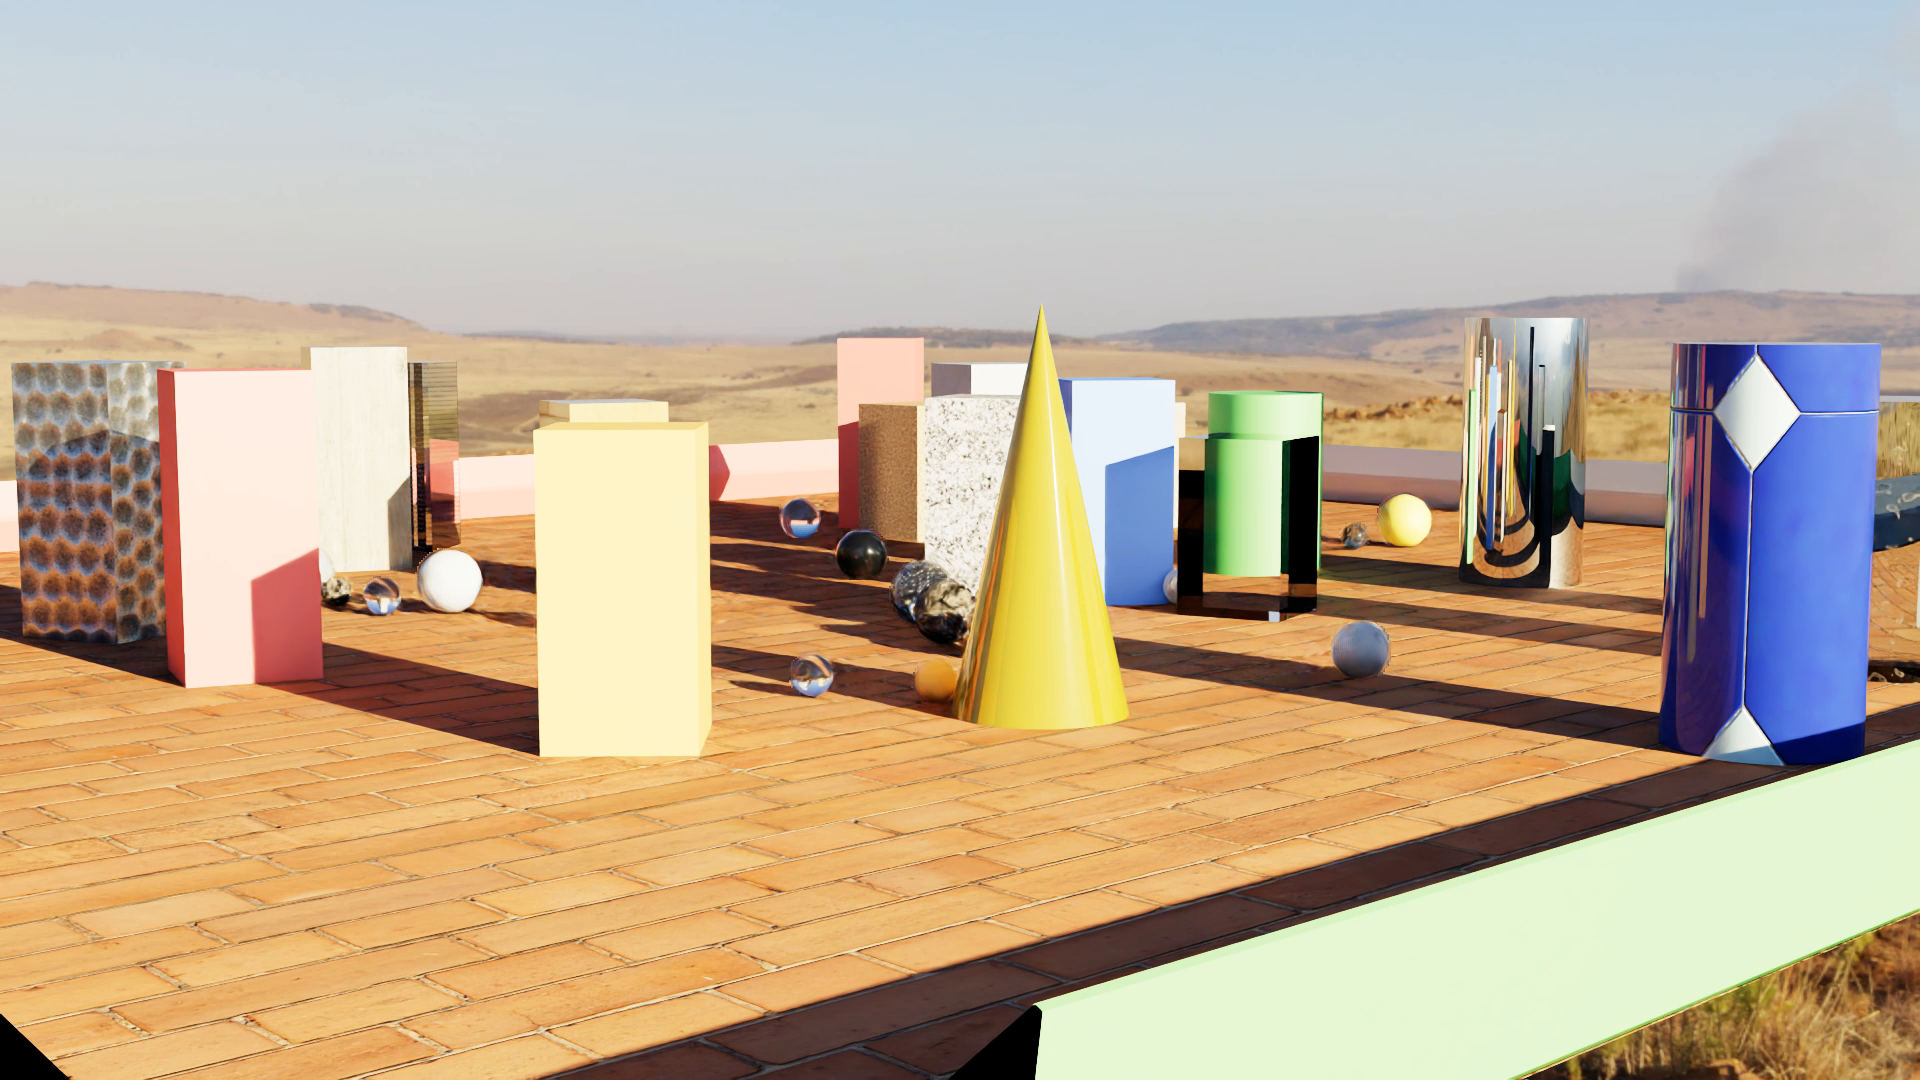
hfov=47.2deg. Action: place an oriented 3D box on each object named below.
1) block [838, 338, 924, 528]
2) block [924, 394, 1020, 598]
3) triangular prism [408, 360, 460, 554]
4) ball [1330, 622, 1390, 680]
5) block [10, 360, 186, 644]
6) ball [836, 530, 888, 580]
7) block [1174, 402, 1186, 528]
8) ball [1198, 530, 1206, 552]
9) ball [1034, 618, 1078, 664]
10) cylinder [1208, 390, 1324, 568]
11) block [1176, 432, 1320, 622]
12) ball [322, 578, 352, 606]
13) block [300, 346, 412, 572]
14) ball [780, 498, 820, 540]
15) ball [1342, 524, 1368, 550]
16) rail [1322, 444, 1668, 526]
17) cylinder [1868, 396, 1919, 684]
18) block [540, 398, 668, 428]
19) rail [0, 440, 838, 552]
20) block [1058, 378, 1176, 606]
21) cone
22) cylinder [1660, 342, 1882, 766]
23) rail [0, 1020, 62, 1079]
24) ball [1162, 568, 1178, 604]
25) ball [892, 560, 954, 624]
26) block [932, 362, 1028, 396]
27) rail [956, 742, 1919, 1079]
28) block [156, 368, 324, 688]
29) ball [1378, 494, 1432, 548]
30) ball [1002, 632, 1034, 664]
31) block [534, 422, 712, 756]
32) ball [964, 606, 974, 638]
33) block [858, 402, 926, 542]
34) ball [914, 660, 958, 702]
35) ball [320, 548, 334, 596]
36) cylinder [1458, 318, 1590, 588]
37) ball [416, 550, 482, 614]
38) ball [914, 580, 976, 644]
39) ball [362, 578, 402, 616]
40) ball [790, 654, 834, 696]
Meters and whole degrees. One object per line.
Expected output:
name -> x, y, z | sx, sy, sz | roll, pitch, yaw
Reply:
block -> -0.164, -0.226, 4.588 | 0.159, 0.388, 0.159 | 1, 6, 6
block -> 0.049, -0.049, 3.206 | 0.159, 0.321, 0.159 | 2, 6, 17
triangular prism -> -1.004, -0.161, 4.142 | 0.172, 0.350, 0.149 | 4, 7, 35
ball -> 0.485, 0.134, 2.666 | 0.070, 0.070, 0.070 | 0, 6, 0
block -> -1.176, -0.057, 3.027 | 0.159, 0.375, 0.159 | 2, 6, 20
ball -> -0.163, 0.024, 3.644 | 0.085, 0.085, 0.085 | 0, 6, 0
block -> 0.360, -0.159, 4.577 | 0.159, 0.256, 0.159 | -2, 6, -22
ball -> 0.461, 0.002, 4.041 | 0.047, 0.047, 0.047 | 0, 6, 0
ball -> 0.121, 0.128, 2.782 | 0.057, 0.057, 0.057 | 0, 6, 0
cylinder -> 0.531, -0.105, 3.834 | 0.199, 0.303, 0.199 | 0, 6, 0
block -> 0.426, -0.023, 3.248 | 0.159, 0.260, 0.159 | 3, 7, 28
ball -> -0.941, 0.078, 3.321 | 0.044, 0.044, 0.044 | 0, 6, 0
block -> -1.052, -0.145, 3.831 | 0.159, 0.382, 0.159 | -2, 6, -23
ball -> -0.313, -0.042, 4.301 | 0.080, 0.080, 0.080 | 0, 6, 0
ball -> 0.737, -0.006, 4.112 | 0.048, 0.048, 0.048 | 0, 6, 0
rail -> 1.388, -0.099, 4.605 | 0.045, 0.129, 3.488 | -5, 8, -42
cylinder -> 1.149, -0.006, 2.716 | 0.199, 0.337, 0.199 | 0, 6, 0
block -> -0.564, -0.069, 3.490 | 0.159, 0.302, 0.159 | -3, 7, -27
rail -> -1.166, -0.097, 4.589 | 3.824, 0.129, 0.045 | -5, 8, -42
block -> 0.232, -0.078, 3.398 | 0.159, 0.340, 0.159 | -1, 6, -10
cone -> 0.089, -0.034, 2.422 | 0.199, 0.454, 0.199 | 0, 6, 0
cylinder -> 0.822, 0.007, 2.237 | 0.199, 0.412, 0.199 | 0, 6, 0
rail -> -1.388, 0.166, 2.058 | 0.045, 0.129, 3.488 | -5, 8, -42
ball -> 0.336, 0.071, 3.321 | 0.059, 0.059, 0.059 | 0, 6, 0
ball -> -0.051, 0.076, 3.115 | 0.093, 0.093, 0.093 | 0, 6, 0
block -> 0.055, -0.140, 3.936 | 0.159, 0.351, 0.159 | -3, 7, -27
rail -> 1.166, 0.165, 2.074 | 3.824, 0.129, 0.045 | -5, 8, -42
block -> -0.881, -0.021, 2.690 | 0.159, 0.373, 0.159 | -3, 7, -27
ball -> 0.840, -0.036, 4.154 | 0.099, 0.099, 0.099 | 0, 6, 0
ball -> 0.072, 0.137, 2.779 | 0.040, 0.040, 0.040 | 0, 6, 0
block -> -0.344, 0.046, 2.269 | 0.159, 0.327, 0.159 | 0, 6, -2
ball -> 0.046, 0.112, 2.827 | 0.079, 0.079, 0.079 | 0, 6, 0
block -> -0.088, -0.138, 4.343 | 0.159, 0.263, 0.159 | 5, 8, 42
ball -> -0.027, 0.161, 2.507 | 0.049, 0.049, 0.049 | 0, 6, 0
ball -> -1.007, 0.049, 3.371 | 0.092, 0.092, 0.092 | 0, 6, 0
cylinder -> 0.927, -0.148, 3.616 | 0.199, 0.433, 0.199 | 0, 6, 0
ball -> -0.753, 0.061, 3.244 | 0.094, 0.094, 0.094 | 0, 6, 0
ball -> -0.019, 0.097, 2.944 | 0.086, 0.086, 0.086 | 0, 6, 0
ball -> -0.848, 0.083, 3.227 | 0.055, 0.055, 0.055 | 0, 6, 0
ball -> -0.171, 0.156, 2.547 | 0.049, 0.049, 0.049 | 0, 6, 0
